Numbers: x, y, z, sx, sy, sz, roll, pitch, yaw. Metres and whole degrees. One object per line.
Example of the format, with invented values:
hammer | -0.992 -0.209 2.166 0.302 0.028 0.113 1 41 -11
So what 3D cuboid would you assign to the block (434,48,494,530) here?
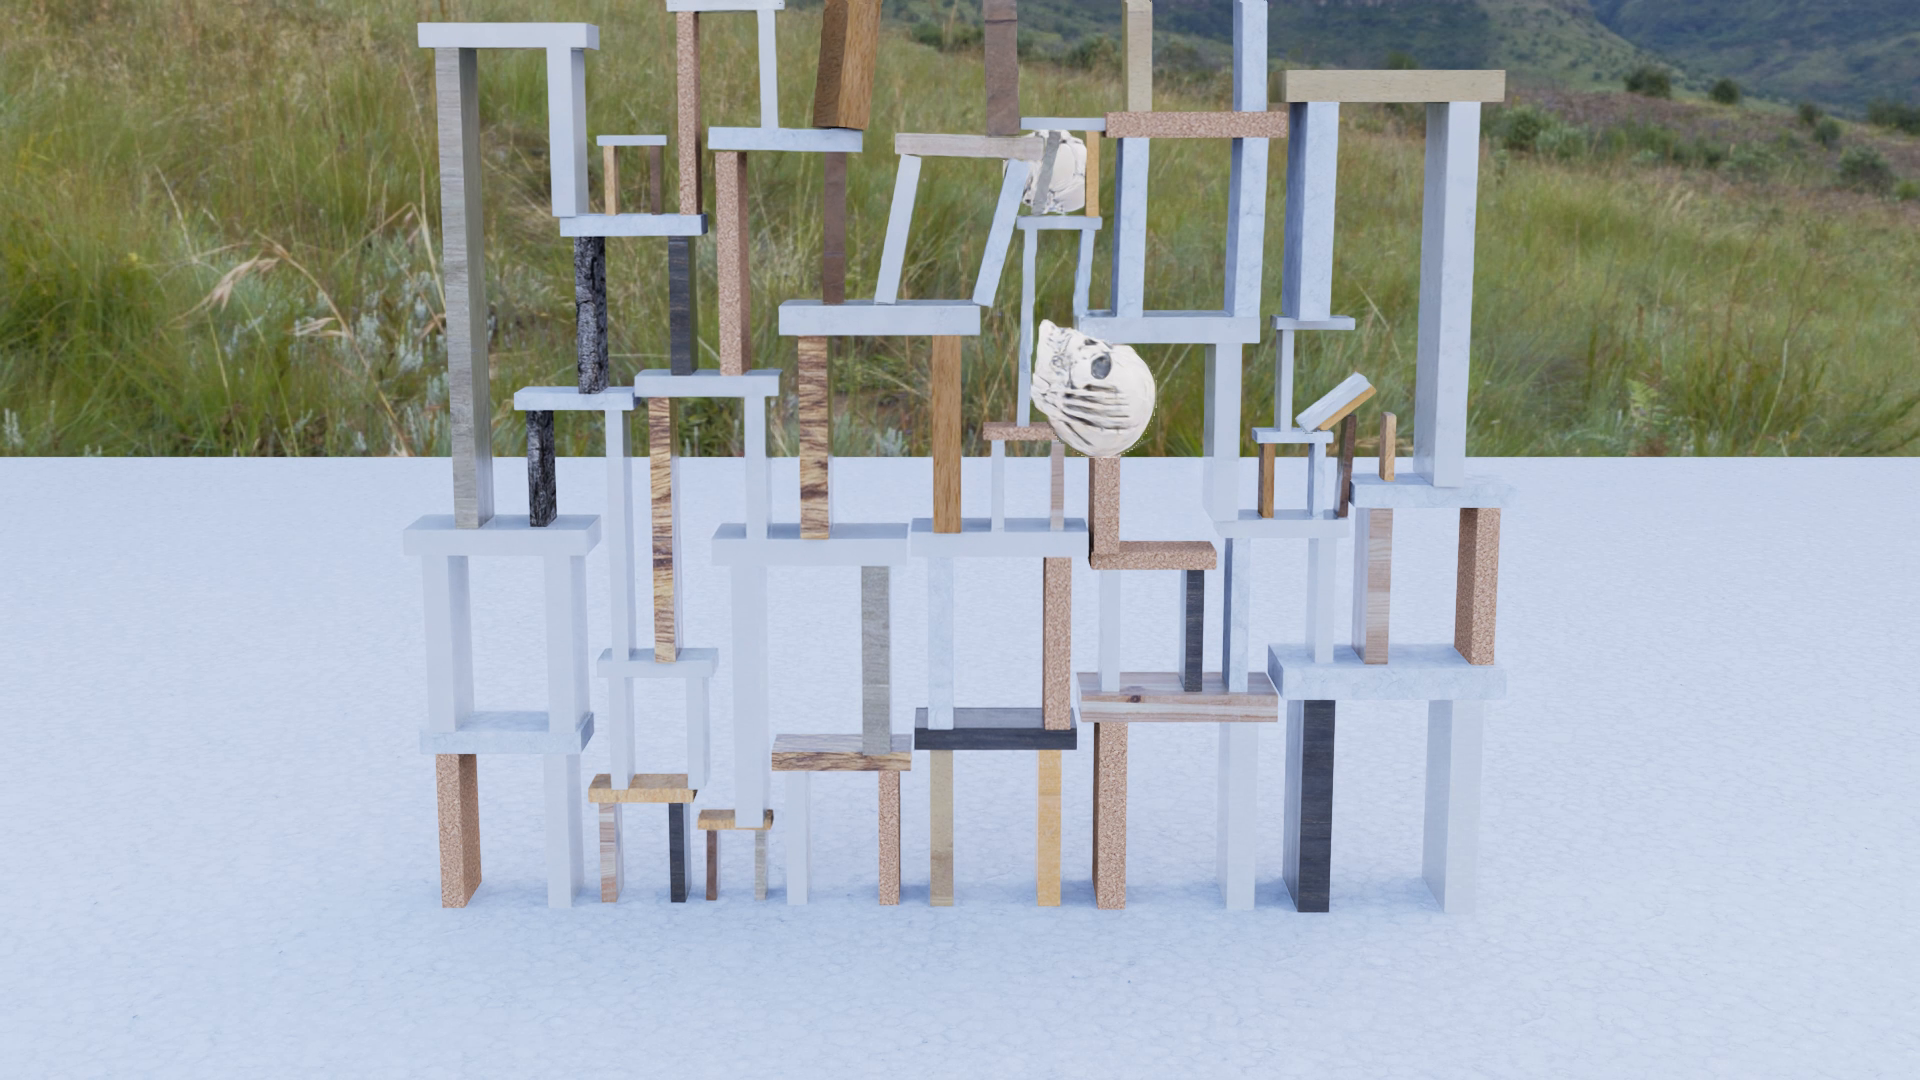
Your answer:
block | -0.783 -0.396 3.483 0.036 0.747 0.128 0 11 0

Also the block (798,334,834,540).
block | -0.230 -0.174 3.533 0.044 0.323 0.157 0 10 0

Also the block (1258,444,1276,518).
block | 0.493 -0.100 3.538 0.017 0.121 0.060 0 11 0

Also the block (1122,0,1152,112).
block | 0.275 -0.798 3.416 0.037 0.262 0.131 -1 11 0

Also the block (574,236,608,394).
block | -0.585 -0.361 3.494 0.031 0.246 0.109 0 10 0

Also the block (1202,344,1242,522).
block | 0.420 -0.182 3.534 0.040 0.283 0.141 0 11 -1

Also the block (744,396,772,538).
block | -0.324 -0.125 3.538 0.032 0.226 0.113 0 10 0

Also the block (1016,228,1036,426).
block | 0.106 -0.340 3.506 0.019 0.312 0.067 2 11 0

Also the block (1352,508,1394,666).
block | 0.668 0.063 3.568 0.036 0.257 0.128 0 11 0

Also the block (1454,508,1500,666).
block | 0.839 0.063 3.568 0.036 0.257 0.128 0 11 0

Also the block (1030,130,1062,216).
block | 0.135 -0.576 3.454 0.019 0.132 0.066 13 11 0

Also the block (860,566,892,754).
block | -0.136 0.181 3.601 0.044 0.311 0.155 0 10 0

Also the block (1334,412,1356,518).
block | 0.619 -0.122 3.535 0.015 0.164 0.053 3 10 0

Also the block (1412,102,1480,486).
block | 0.769 -0.391 3.486 0.047 0.594 0.167 0 11 0

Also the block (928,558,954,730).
block | -0.031 0.154 3.590 0.040 0.283 0.141 0 10 0

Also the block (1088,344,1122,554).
block | 0.232 -0.156 3.536 0.040 0.335 0.141 0 11 -1

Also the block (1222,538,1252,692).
block | 0.450 0.112 3.579 0.029 0.252 0.103 0 11 0

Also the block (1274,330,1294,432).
block | 0.518 -0.258 3.513 0.017 0.164 0.062 0 11 -2

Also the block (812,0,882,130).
block | -0.169 -0.820 3.431 0.050 0.352 0.176 4 9 -17

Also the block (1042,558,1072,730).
block | 0.158 0.154 3.590 0.040 0.283 0.141 0 10 0

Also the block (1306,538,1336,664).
block | 0.586 0.088 3.574 0.029 0.205 0.103 0 11 0

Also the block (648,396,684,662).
block | -0.474 -0.024 3.553 0.032 0.429 0.113 0 10 0

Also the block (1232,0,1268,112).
block | 0.450 -0.798 3.414 0.037 0.262 0.131 -1 11 1

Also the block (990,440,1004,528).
block | 0.061 -0.095 3.545 0.020 0.143 0.072 0 10 0

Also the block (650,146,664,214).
block | -0.476 -0.566 3.457 0.015 0.107 0.054 0 10 -1

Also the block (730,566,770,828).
block | -0.343 0.241 3.611 0.044 0.432 0.155 0 10 0

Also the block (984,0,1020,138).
block | 0.063 -0.813 3.432 0.050 0.360 0.176 -2 9 2

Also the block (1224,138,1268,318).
block | 0.451 -0.495 3.472 0.039 0.275 0.138 2 11 -1

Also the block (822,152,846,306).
block | -0.198 -0.495 3.486 0.034 0.237 0.118 1 10 -3

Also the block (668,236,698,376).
block | -0.439 -0.376 3.495 0.031 0.219 0.109 0 10 -1

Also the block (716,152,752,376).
block | -0.358 -0.439 3.487 0.034 0.347 0.118 0 10 2

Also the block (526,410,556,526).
block | -0.673 -0.122 3.538 0.027 0.187 0.094 0 11 0

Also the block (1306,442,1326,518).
block | 0.573 -0.100 3.539 0.017 0.121 0.060 0 11 0

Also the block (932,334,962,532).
block | -0.021 -0.179 3.532 0.044 0.313 0.157 0 10 0

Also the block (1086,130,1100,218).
block | 0.207 -0.575 3.452 0.019 0.132 0.066 0 11 2

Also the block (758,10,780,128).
block | -0.298 -0.734 3.432 0.025 0.178 0.089 -2 10 -3

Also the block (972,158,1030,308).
block | 0.064 -0.487 3.480 0.033 0.229 0.115 15 9 -2

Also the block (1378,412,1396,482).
block | 0.686 -0.150 3.529 0.015 0.105 0.053 0 11 0

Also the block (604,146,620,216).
block | -0.547 -0.565 3.456 0.015 0.107 0.054 0 10 -1

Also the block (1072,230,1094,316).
block | 0.195 -0.425 3.483 0.019 0.134 0.067 4 10 -2

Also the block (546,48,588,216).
block | -0.613 -0.638 3.440 0.036 0.256 0.128 0 10 -1

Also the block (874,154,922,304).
block | -0.097 -0.492 3.477 0.033 0.229 0.115 11 9 -2

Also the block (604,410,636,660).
block | -0.548 -0.014 3.559 0.027 0.407 0.094 0 10 0

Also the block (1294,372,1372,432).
block | 0.596 -0.221 3.518 0.123 0.017 0.062 -37 11 4

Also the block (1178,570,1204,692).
block | 0.377 0.137 3.583 0.028 0.201 0.100 0 11 0

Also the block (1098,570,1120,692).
block | 0.243 0.137 3.583 0.028 0.201 0.100 0 11 0

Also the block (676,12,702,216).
block | -0.423 -0.665 3.437 0.025 0.309 0.089 0 10 -1

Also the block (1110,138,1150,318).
block | 0.267 -0.495 3.470 0.039 0.275 0.138 1 11 -1

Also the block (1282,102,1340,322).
block | 0.549 -0.518 3.456 0.047 0.333 0.166 1 11 -1

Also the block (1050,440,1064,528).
block | 0.156 -0.095 3.544 0.020 0.143 0.072 0 10 0
